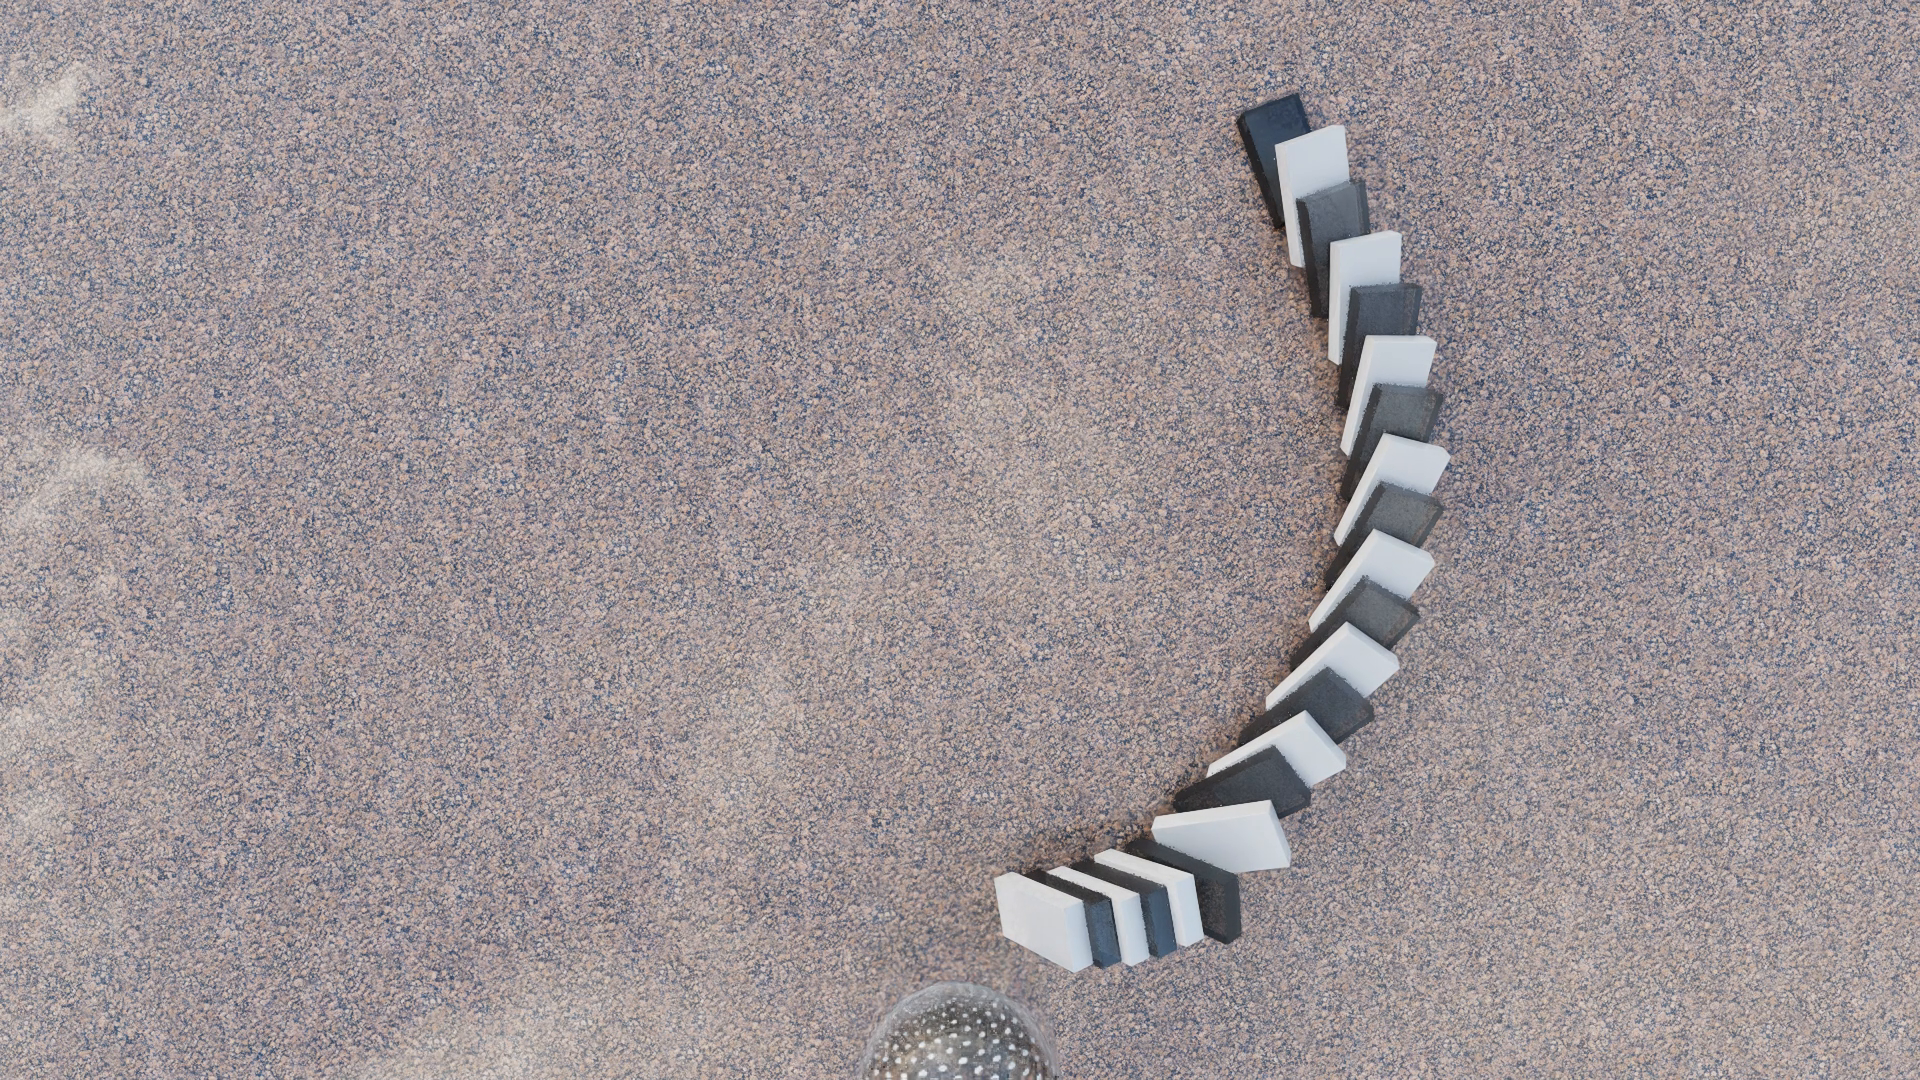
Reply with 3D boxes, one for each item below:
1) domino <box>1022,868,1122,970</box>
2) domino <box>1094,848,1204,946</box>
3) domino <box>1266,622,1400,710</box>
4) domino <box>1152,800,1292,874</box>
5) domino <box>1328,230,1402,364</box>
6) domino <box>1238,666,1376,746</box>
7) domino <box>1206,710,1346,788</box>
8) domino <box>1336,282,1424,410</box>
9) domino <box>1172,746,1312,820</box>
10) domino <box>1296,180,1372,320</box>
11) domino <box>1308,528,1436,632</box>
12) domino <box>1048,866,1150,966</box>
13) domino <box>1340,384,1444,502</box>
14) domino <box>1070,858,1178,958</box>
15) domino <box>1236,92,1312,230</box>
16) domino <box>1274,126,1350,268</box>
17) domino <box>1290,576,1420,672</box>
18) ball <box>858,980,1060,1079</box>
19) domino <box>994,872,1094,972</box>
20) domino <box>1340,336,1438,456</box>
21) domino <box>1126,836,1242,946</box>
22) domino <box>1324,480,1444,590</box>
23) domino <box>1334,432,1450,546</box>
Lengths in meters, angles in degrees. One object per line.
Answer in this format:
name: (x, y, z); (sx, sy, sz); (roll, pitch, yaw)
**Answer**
domino: (0.044, 0.154, 0.376); (0.009, 0.050, 0.025); (-10, 90, -31)
domino: (0.076, 0.146, 0.376); (0.009, 0.050, 0.025); (-10, 90, -31)
domino: (0.155, 0.060, 0.384); (0.025, 0.010, 0.050); (35, 119, 0)
domino: (0.109, 0.126, 0.382); (0.050, 0.010, 0.025); (-18, 99, 28)
domino: (0.169, -0.101, 0.384); (0.025, 0.010, 0.050); (-11, 118, 0)
domino: (0.144, 0.078, 0.384); (0.025, 0.010, 0.050); (42, 120, 0)
domino: (0.132, 0.095, 0.384); (0.025, 0.009, 0.050); (49, 120, 0)
domino: (0.175, -0.080, 0.384); (0.025, 0.009, 0.050); (-5, 119, 0)
domino: (0.117, 0.109, 0.384); (0.050, 0.010, 0.025); (-38, 90, 30)
domino: (0.159, -0.121, 0.385); (0.025, 0.009, 0.050); (-20, 116, 0)
domino: (0.171, 0.022, 0.384); (0.025, 0.010, 0.050); (24, 119, 0)
domino: (0.055, 0.153, 0.376); (0.009, 0.050, 0.025); (-10, 90, -31)
domino: (0.180, -0.039, 0.384); (0.025, 0.010, 0.050); (6, 119, 0)
domino: (0.066, 0.150, 0.376); (0.010, 0.050, 0.025); (-10, 90, -31)
domino: (0.141, -0.163, 0.395); (0.025, 0.009, 0.050); (-20, 90, 0)
domino: (0.149, -0.143, 0.384); (0.025, 0.009, 0.050); (-19, 116, 0)
domino: (0.164, 0.042, 0.384); (0.025, 0.009, 0.050); (30, 119, 0)
ball: (-0.001, 0.218, 0.360); (0.080, 0.080, 0.080); (0, 90, 0)
domino: (0.033, 0.156, 0.376); (0.010, 0.050, 0.025); (-10, 90, -31)
domino: (0.179, -0.060, 0.384); (0.025, 0.010, 0.050); (1, 119, 0)
domino: (0.091, 0.143, 0.376); (0.010, 0.050, 0.025); (-11, 100, -37)
domino: (0.176, 0.002, 0.384); (0.025, 0.010, 0.050); (18, 120, 0)
domino: (0.180, -0.018, 0.384); (0.025, 0.010, 0.050); (14, 119, 0)
